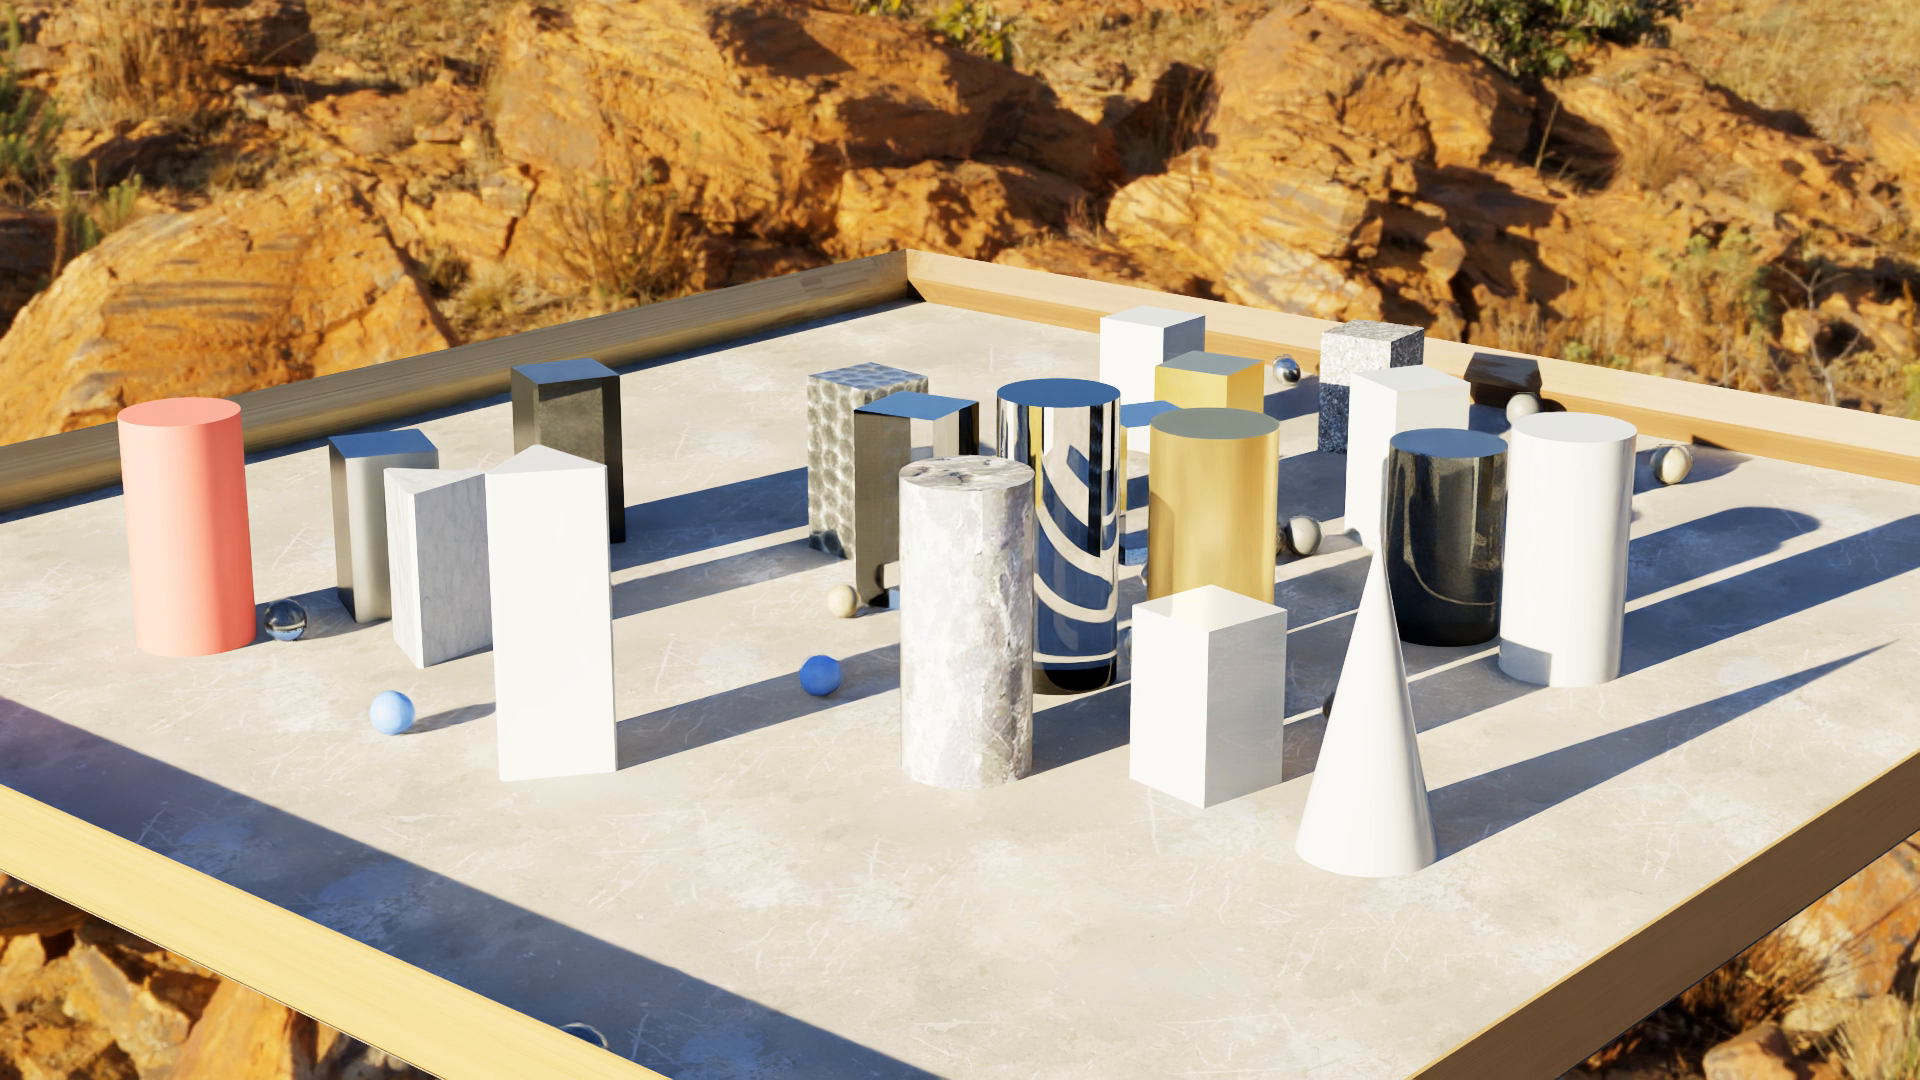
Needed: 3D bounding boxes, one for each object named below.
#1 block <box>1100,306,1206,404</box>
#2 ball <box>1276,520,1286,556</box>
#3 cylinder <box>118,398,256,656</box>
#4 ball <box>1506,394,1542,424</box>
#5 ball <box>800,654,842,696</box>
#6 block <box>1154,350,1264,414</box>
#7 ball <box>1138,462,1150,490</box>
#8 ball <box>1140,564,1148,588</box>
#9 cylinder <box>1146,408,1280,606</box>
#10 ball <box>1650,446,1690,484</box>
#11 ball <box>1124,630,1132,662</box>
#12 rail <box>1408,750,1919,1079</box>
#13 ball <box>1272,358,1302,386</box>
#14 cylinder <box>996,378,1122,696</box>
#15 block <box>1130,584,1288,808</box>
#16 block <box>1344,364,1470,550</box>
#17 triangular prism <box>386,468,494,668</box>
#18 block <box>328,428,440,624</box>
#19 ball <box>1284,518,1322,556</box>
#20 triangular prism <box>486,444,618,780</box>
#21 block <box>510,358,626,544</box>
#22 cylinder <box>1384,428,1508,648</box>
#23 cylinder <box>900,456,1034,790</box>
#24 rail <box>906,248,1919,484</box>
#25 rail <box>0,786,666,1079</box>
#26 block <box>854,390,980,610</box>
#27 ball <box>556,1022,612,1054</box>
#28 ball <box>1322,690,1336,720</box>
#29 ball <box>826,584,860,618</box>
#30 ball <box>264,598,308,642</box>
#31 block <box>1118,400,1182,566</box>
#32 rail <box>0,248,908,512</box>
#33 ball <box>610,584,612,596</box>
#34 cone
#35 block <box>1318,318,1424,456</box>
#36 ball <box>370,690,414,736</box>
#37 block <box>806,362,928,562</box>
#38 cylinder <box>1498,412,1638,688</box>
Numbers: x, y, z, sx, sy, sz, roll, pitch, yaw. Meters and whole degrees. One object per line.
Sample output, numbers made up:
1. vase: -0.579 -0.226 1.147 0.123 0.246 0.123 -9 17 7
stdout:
1. block: 0.401 -0.340 6.127 0.156 0.260 0.156 13 21 36
2. ball: 0.554 -0.003 5.323 0.078 0.078 0.078 0 17 0
3. cylinder: -1.276 -0.023 4.849 0.195 0.390 0.195 0 17 0
4. ball: 1.196 -0.273 6.220 0.077 0.077 0.077 0 17 0
5. ball: -0.219 0.214 4.628 0.065 0.065 0.065 0 17 0
6. block: 0.481 -0.212 5.686 0.156 0.269 0.156 10 20 31
7. ball: 0.381 -0.126 5.760 0.061 0.061 0.061 0 17 0
8. ball: 0.343 0.064 5.147 0.053 0.053 0.053 0 17 0
9. cylinder: 0.384 0.047 4.488 0.195 0.466 0.195 0 17 0
10. ball: 1.408 -0.149 5.811 0.077 0.077 0.077 0 17 0
11. ball: 0.304 0.171 4.752 0.075 0.075 0.075 0 17 0
12. rail: 1.283 0.354 4.053 0.045 0.127 3.552 14 22 39
13. ball: 0.734 -0.378 6.591 0.065 0.065 0.065 0 17 0
14. cylinder: 0.155 -0.007 4.660 0.195 0.468 0.195 0 17 0
15. block: 0.359 0.224 4.245 0.156 0.266 0.156 -13 21 -37
16. block: 0.821 -0.146 5.391 0.156 0.313 0.156 -7 18 -23
17. triangular prism: -0.885 0.036 4.822 0.147 0.294 0.169 12 21 35
18. block: -0.983 -0.026 5.036 0.156 0.289 0.156 -7 18 -21
19. ball: 0.625 -0.006 5.349 0.070 0.070 0.070 0 17 0
20. triangular prism: -0.605 0.103 4.304 0.169 0.464 0.147 -4 17 -13
21. block: -0.725 -0.159 5.424 0.156 0.318 0.156 -8 19 -26
22. cylinder: 0.810 -0.006 4.907 0.195 0.324 0.195 0 17 0
23. cylinder: 0.010 0.118 4.279 0.195 0.449 0.195 0 17 0
24. rail: 1.149 -0.350 6.387 3.447 0.127 0.045 14 22 39
25. rail: -1.149 0.414 3.853 3.447 0.127 0.045 14 22 39
26. block: -0.074 -0.065 5.066 0.156 0.346 0.156 10 19 29
27. ball: -0.437 0.592 3.343 0.082 0.082 0.082 0 17 0
28. ball: 0.585 0.258 4.494 0.057 0.057 0.057 0 17 0
29. ball: -0.199 0.104 5.004 0.059 0.059 0.059 0 17 0
30. ball: -1.123 0.133 4.885 0.070 0.070 0.070 0 17 0
31. block: 0.337 -0.105 5.350 0.156 0.258 0.156 -7 18 -23
32. rail: -1.283 -0.290 6.187 0.045 0.127 3.552 14 22 39
33. ball: -0.633 0.088 5.034 0.072 0.072 0.072 0 17 0
34. cone: 0.560 0.207 3.973 0.195 0.456 0.195 0 17 0
35. block: 0.848 -0.311 6.047 0.156 0.250 0.156 11 20 33
36. ball: -0.864 0.263 4.460 0.067 0.067 0.067 0 17 0
37. block: -0.167 -0.141 5.355 0.156 0.325 0.156 -15 23 -41
38. cylinder: 0.974 0.014 4.707 0.195 0.402 0.195 0 17 0
